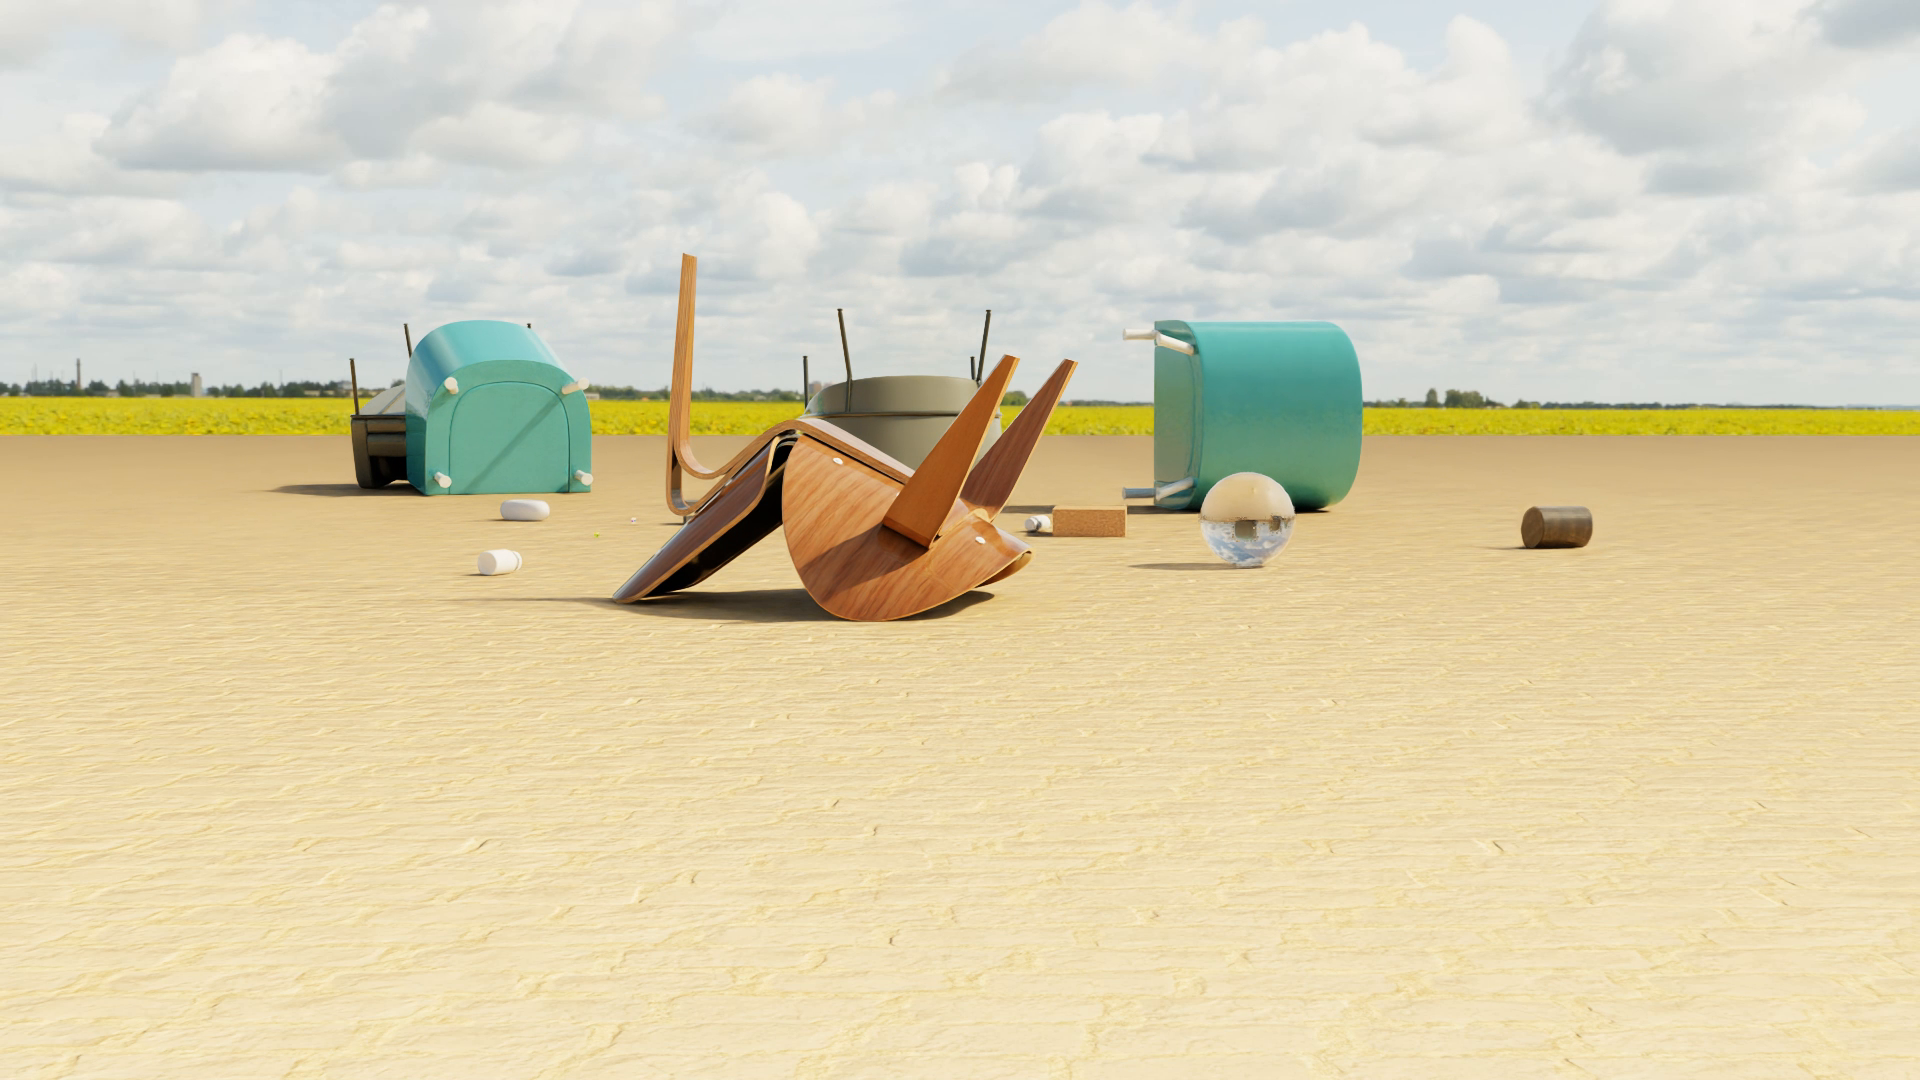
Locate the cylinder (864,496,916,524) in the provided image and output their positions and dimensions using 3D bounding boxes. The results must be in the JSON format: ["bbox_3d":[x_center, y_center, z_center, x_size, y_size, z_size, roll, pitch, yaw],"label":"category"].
[{"bbox_3d":[-0.234,-0.103,7.374,0.175,0.093,0.104,0,-1,-2],"label":"cylinder"}]

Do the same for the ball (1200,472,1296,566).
[{"bbox_3d":[0.728,-0.053,5.567,0.239,0.239,0.239,0,4,0],"label":"ball"}]

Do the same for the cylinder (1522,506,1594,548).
[{"bbox_3d":[1.683,-0.036,6.199,0.152,0.114,0.137,-1,-22,-12],"label":"cylinder"}]

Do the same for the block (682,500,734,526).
[{"bbox_3d":[-0.839,-0.093,7.323,0.154,0.078,0.131,-1,4,-12],"label":"block"}]

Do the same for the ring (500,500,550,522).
[{"bbox_3d":[-1.489,-0.102,7.523,0.237,0.070,0.116,2,6,44],"label":"ring"}]

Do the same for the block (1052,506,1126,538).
[{"bbox_3d":[0.402,-0.059,6.787,0.220,0.084,0.229,0,4,5],"label":"block"}]
